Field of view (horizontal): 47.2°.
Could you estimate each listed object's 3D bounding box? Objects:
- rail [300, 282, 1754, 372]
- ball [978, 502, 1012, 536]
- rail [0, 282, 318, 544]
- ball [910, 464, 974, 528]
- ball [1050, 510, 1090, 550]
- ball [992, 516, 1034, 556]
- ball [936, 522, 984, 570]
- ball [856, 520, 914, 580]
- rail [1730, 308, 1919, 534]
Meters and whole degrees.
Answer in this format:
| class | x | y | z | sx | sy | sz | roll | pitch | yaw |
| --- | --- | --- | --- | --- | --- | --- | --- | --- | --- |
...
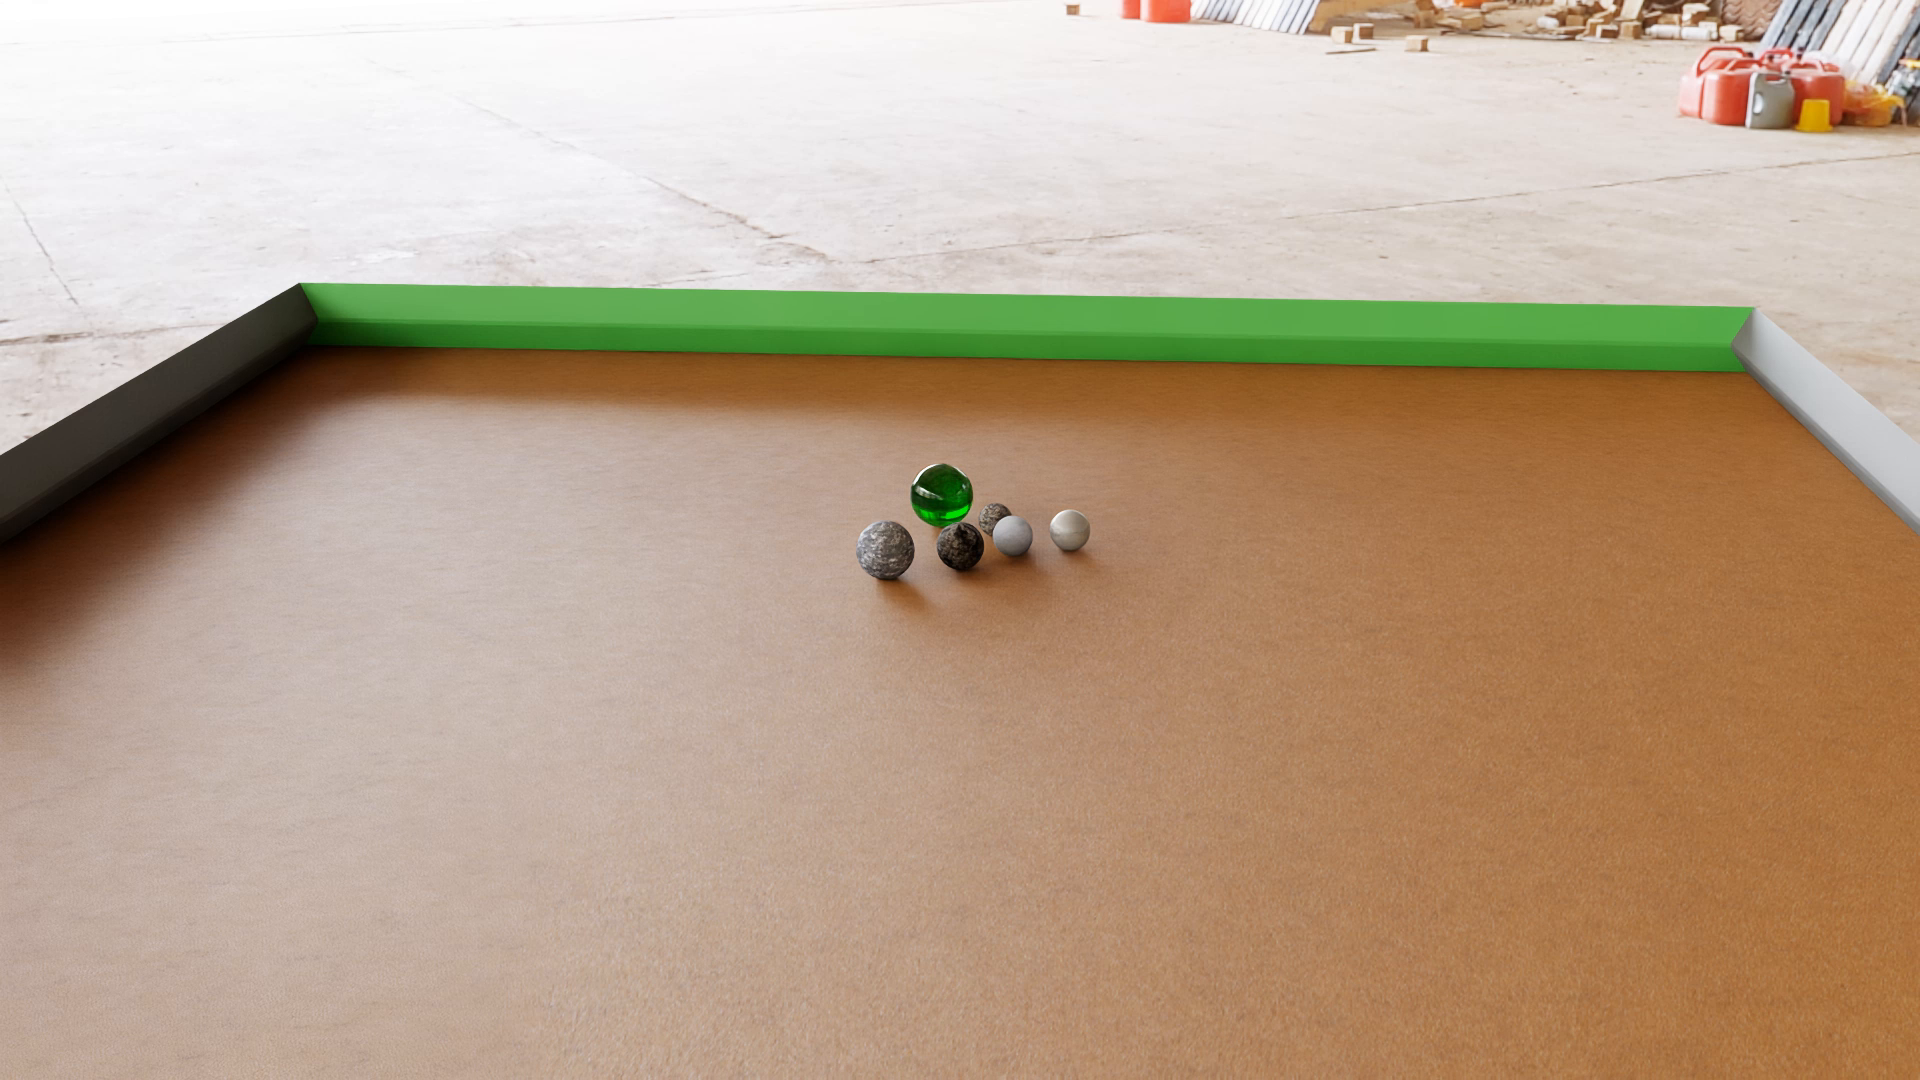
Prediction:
| class | x | y | z | sx | sy | sz | roll | pitch | yaw |
| --- | --- | --- | --- | --- | --- | --- | --- | --- | --- |
| rail | 0.081 | -0.353 | 3.678 | 2.443 | 0.108 | 0.045 | 1 | 19 | 4 |
| ball | 0.045 | -0.026 | 2.816 | 0.043 | 0.043 | 0.043 | 0 | 19 | 0 |
| rail | -1.277 | 0.283 | 1.801 | 0.045 | 0.108 | 4.212 | 1 | 19 | 4 |
| ball | -0.024 | -0.058 | 2.849 | 0.083 | 0.083 | 0.083 | 0 | 19 | 0 |
| ball | 0.138 | -0.012 | 2.763 | 0.052 | 0.052 | 0.052 | 0 | 19 | 0 |
| ball | 0.066 | -0.005 | 2.744 | 0.051 | 0.051 | 0.051 | 0 | 19 | 0 |
| ball | 0.001 | 0.007 | 2.695 | 0.059 | 0.059 | 0.059 | 0 | 19 | 0 |
| ball | -0.090 | 0.012 | 2.661 | 0.071 | 0.071 | 0.071 | 0 | 19 | 0 |
| rail | 1.112 | 0.343 | 1.623 | 0.045 | 0.108 | 4.212 | 1 | 19 | 4 |
